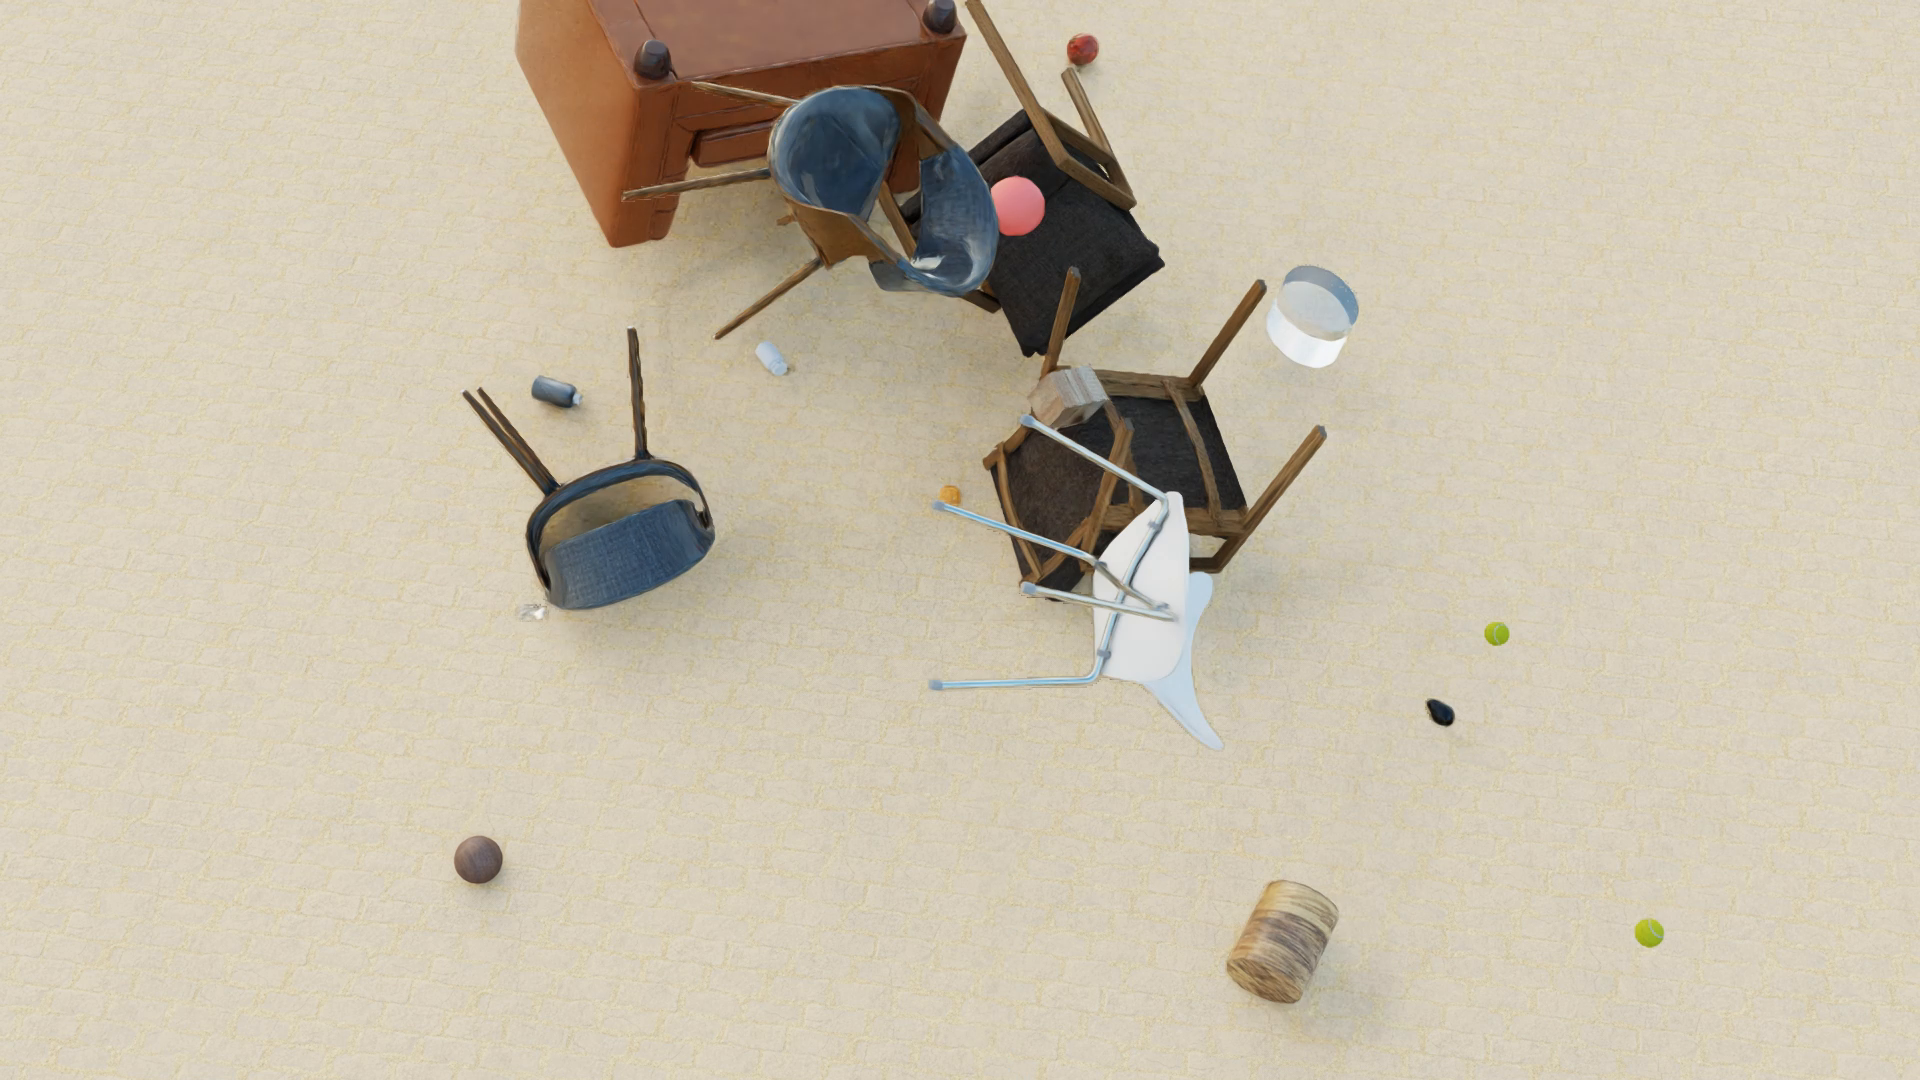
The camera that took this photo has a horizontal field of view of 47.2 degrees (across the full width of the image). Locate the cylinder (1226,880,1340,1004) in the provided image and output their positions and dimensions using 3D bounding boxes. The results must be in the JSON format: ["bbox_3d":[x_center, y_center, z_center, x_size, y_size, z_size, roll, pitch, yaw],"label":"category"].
[{"bbox_3d":[0.844,1.049,5.742,0.197,0.224,0.249,45,59,-20],"label":"cylinder"}]

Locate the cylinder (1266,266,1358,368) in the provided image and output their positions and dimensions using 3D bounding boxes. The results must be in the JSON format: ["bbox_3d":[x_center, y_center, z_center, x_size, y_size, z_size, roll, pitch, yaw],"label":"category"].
[{"bbox_3d":[1.107,-0.705,6.915,0.244,0.159,0.294,3,50,-15],"label":"cylinder"}]

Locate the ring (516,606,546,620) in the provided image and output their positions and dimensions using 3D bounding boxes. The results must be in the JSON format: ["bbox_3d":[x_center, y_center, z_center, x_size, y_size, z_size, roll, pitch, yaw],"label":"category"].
[{"bbox_3d":[-1.231,0.209,6.307,0.111,0.027,0.049,-1,29,32],"label":"ring"}]

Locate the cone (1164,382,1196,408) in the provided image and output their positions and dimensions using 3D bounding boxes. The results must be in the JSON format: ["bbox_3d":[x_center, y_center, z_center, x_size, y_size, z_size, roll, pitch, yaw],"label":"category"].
[{"bbox_3d":[0.699,-0.465,6.867,0.103,0.061,0.085,-20,80,-34],"label":"cone"}]

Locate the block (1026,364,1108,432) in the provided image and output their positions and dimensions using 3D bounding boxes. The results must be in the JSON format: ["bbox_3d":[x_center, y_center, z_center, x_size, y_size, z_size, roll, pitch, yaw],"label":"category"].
[{"bbox_3d":[0.307,-0.407,6.300,0.157,0.134,0.117,-14,70,-35],"label":"block"}]

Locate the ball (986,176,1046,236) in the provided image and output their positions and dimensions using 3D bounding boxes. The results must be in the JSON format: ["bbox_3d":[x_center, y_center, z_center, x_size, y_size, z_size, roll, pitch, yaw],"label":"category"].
[{"bbox_3d":[0.161,-0.970,6.395,0.173,0.173,0.173,0,56,0],"label":"ball"}]
